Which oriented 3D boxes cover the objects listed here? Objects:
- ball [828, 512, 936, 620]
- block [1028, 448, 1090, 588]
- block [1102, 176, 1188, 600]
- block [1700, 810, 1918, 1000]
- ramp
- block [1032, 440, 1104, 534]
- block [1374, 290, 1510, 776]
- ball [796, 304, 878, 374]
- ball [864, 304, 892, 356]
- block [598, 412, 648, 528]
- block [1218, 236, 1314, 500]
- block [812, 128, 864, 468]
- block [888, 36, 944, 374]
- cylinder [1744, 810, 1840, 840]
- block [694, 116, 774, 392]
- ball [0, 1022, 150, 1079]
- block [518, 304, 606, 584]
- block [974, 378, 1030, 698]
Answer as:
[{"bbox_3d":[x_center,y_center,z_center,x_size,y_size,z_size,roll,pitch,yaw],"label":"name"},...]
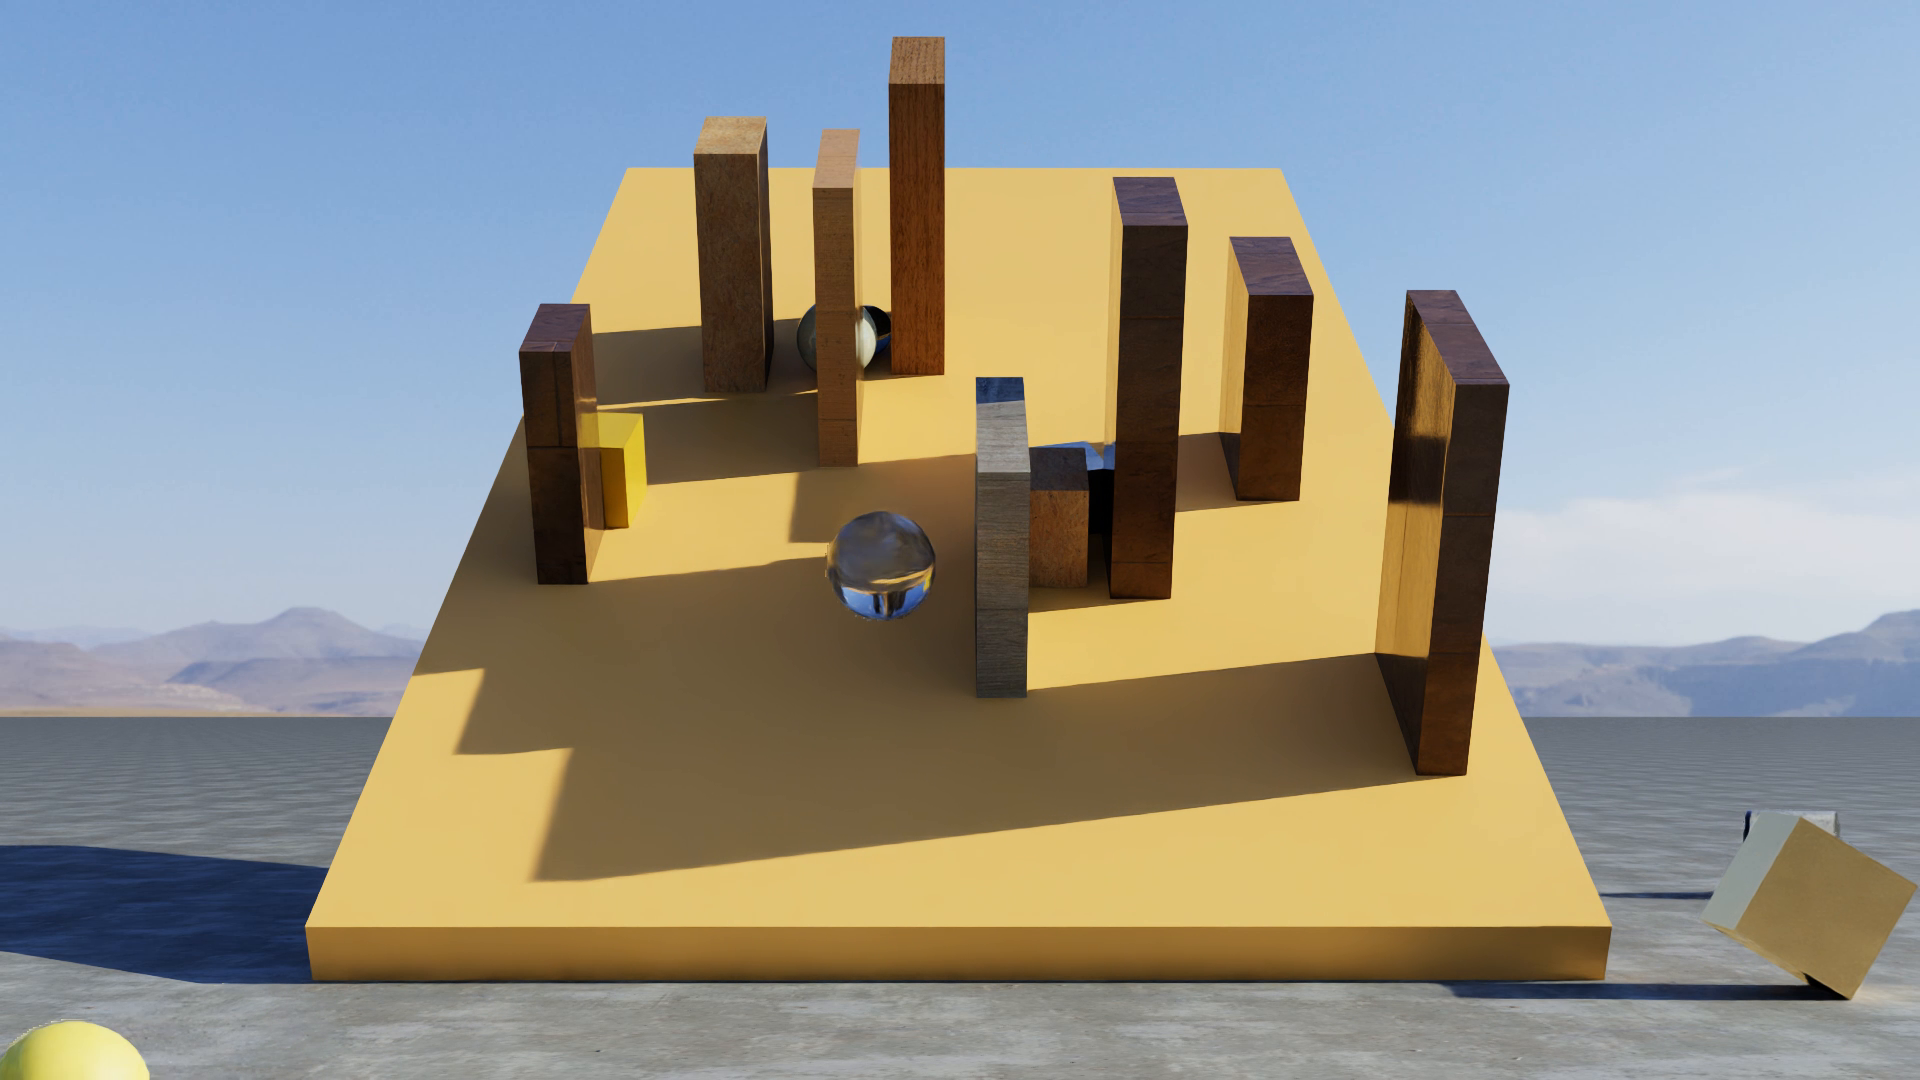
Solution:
[{"bbox_3d":[-0.150,0.049,4.487,0.207,0.207,0.207,0,-4,0],"label":"ball"},{"bbox_3d":[0.145,-0.047,4.684,0.210,0.210,0.210,0,26,0],"label":"block"},{"bbox_3d":[0.353,-0.293,4.561,0.119,0.761,0.300,0,26,0],"label":"block"},{"bbox_3d":[1.255,0.538,3.489,0.192,0.192,0.192,31,-2,5],"label":"block"},{"bbox_3d":[-0.009,-0.229,5.421,2.000,0.100,4.000,0,26,0],"label":"ramp"},{"bbox_3d":[0.216,-0.104,4.877,0.146,0.146,0.146,-7,27,-15],"label":"block"},{"bbox_3d":[0.819,-0.017,4.043,0.085,0.715,0.441,0,26,0],"label":"block"},{"bbox_3d":[-0.293,-0.482,5.606,0.194,0.194,0.194,0,-4,0],"label":"ball"},{"bbox_3d":[-0.228,-0.512,5.749,0.126,0.126,0.126,0,-4,0],"label":"ball"},{"bbox_3d":[-0.769,-0.149,4.925,0.181,0.181,0.181,2,26,5],"label":"block"},{"bbox_3d":[0.656,-0.374,5.074,0.133,0.464,0.377,0,26,0],"label":"block"},{"bbox_3d":[-0.267,-0.542,5.223,0.084,0.635,0.444,0,26,0],"label":"block"},{"bbox_3d":[-0.101,-0.814,5.703,0.127,0.711,0.447,0,26,0],"label":"block"},{"bbox_3d":[1.875,0.706,5.293,0.190,0.190,0.190,-2,-5,24],"label":"cylinder"},{"bbox_3d":[-0.531,-0.677,5.567,0.143,0.579,0.311,0,26,0],"label":"block"},{"bbox_3d":[-0.788,0.498,2.079,0.141,0.141,0.141,0,-4,0],"label":"ball"},{"bbox_3d":[-0.784,-0.191,4.653,0.098,0.492,0.264,0,26,0],"label":"block"},{"bbox_3d":[0.075,-0.012,4.339,0.090,0.445,0.442,0,26,0],"label":"block"}]
